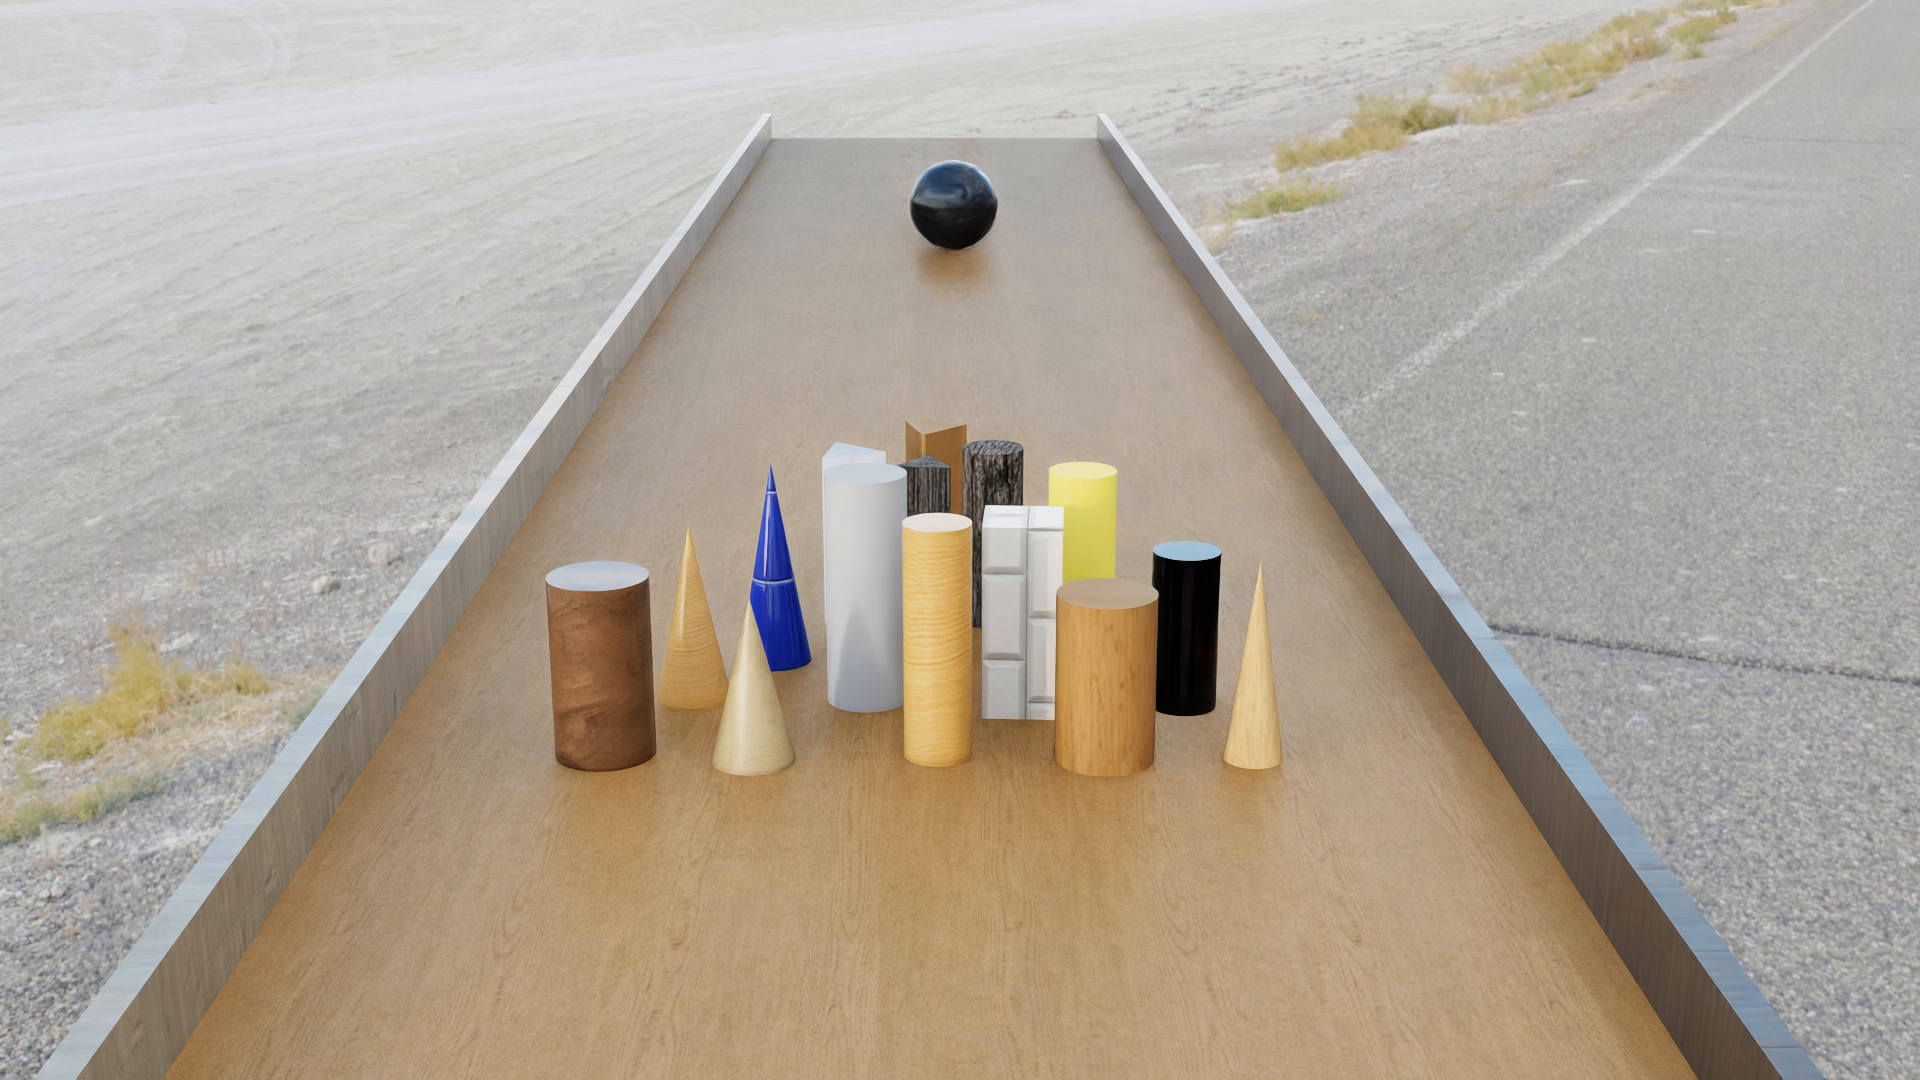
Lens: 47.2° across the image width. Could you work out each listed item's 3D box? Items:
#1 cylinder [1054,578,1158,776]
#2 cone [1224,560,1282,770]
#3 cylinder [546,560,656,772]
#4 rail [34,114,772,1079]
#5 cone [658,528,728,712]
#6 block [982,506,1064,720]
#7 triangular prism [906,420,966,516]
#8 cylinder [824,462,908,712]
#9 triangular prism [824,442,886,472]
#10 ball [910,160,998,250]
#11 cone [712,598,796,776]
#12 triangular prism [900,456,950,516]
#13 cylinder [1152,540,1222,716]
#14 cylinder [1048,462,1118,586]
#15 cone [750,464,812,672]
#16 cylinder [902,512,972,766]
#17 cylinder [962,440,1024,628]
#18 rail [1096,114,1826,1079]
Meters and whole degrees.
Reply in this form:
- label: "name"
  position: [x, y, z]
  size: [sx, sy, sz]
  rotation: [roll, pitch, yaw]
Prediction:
- label: "cylinder"
  position: [0.257, 0.240, 3.879]
  size: [0.178, 0.307, 0.178]
  rotation: [0, 17, 0]
- label: "cone"
  position: [0.522, 0.212, 3.870]
  size: [0.106, 0.367, 0.106]
  rotation: [0, 17, 0]
- label: "cylinder"
  position: [-0.635, 0.222, 3.897]
  size: [0.180, 0.333, 0.180]
  rotation: [0, 17, 0]
- label: "rail"
  position: [-1.118, -0.838, 7.780]
  size: [0.050, 0.150, 12.000]
  rotation: [0, 17, -1]
- label: "cone"
  position: [-0.507, 0.138, 4.157]
  size: [0.141, 0.344, 0.141]
  rotation: [0, 17, 0]
- label: "block"
  position: [0.117, 0.135, 4.120]
  size: [0.148, 0.372, 0.148]
  rotation: [1, 17, 3]
- label: "triangular prism"
  position: [-0.076, -0.089, 4.915]
  size: [0.119, 0.348, 0.138]
  rotation: [15, 22, 41]
- label: "cylinder"
  position: [-0.176, 0.089, 4.146]
  size: [0.155, 0.445, 0.155]
  rotation: [0, 17, 0]
- label: "triangular prism"
  position: [-0.239, -0.019, 4.660]
  size: [0.137, 0.359, 0.119]
  rotation: [-6, 18, -20]
- label: "ball"
  position: [-0.027, -1.425, 9.357]
  size: [0.376, 0.376, 0.376]
  rotation: [0, 17, 0]
- label: "cone"
  position: [-0.367, 0.246, 3.870]
  size: [0.149, 0.303, 0.149]
  rotation: [0, 17, 0]
- label: "triangular prism"
  position: [-0.068, 0.035, 4.408]
  size: [0.106, 0.400, 0.092]
  rotation: [2, 17, 5]
- label: "cylinder"
  position: [0.422, 0.166, 4.134]
  size: [0.128, 0.305, 0.128]
  rotation: [0, 17, 0]
- label: "cylinder"
  position: [0.243, 0.047, 4.394]
  size: [0.135, 0.385, 0.135]
  rotation: [0, 17, 0]
- label: "cone"
  position: [-0.370, 0.045, 4.358]
  size: [0.145, 0.409, 0.145]
  rotation: [0, 17, 0]
- label: "cylinder"
  position: [-0.040, 0.176, 3.879]
  size: [0.122, 0.431, 0.122]
  rotation: [0, 17, 0]
- label: "cylinder"
  position: [0.068, -0.012, 4.607]
  size: [0.127, 0.376, 0.127]
  rotation: [0, 17, 0]
- label: "rail"
  position: [0.932, -0.844, 7.801]
  size: [0.050, 0.150, 12.000]
  rotation: [0, 17, -1]
